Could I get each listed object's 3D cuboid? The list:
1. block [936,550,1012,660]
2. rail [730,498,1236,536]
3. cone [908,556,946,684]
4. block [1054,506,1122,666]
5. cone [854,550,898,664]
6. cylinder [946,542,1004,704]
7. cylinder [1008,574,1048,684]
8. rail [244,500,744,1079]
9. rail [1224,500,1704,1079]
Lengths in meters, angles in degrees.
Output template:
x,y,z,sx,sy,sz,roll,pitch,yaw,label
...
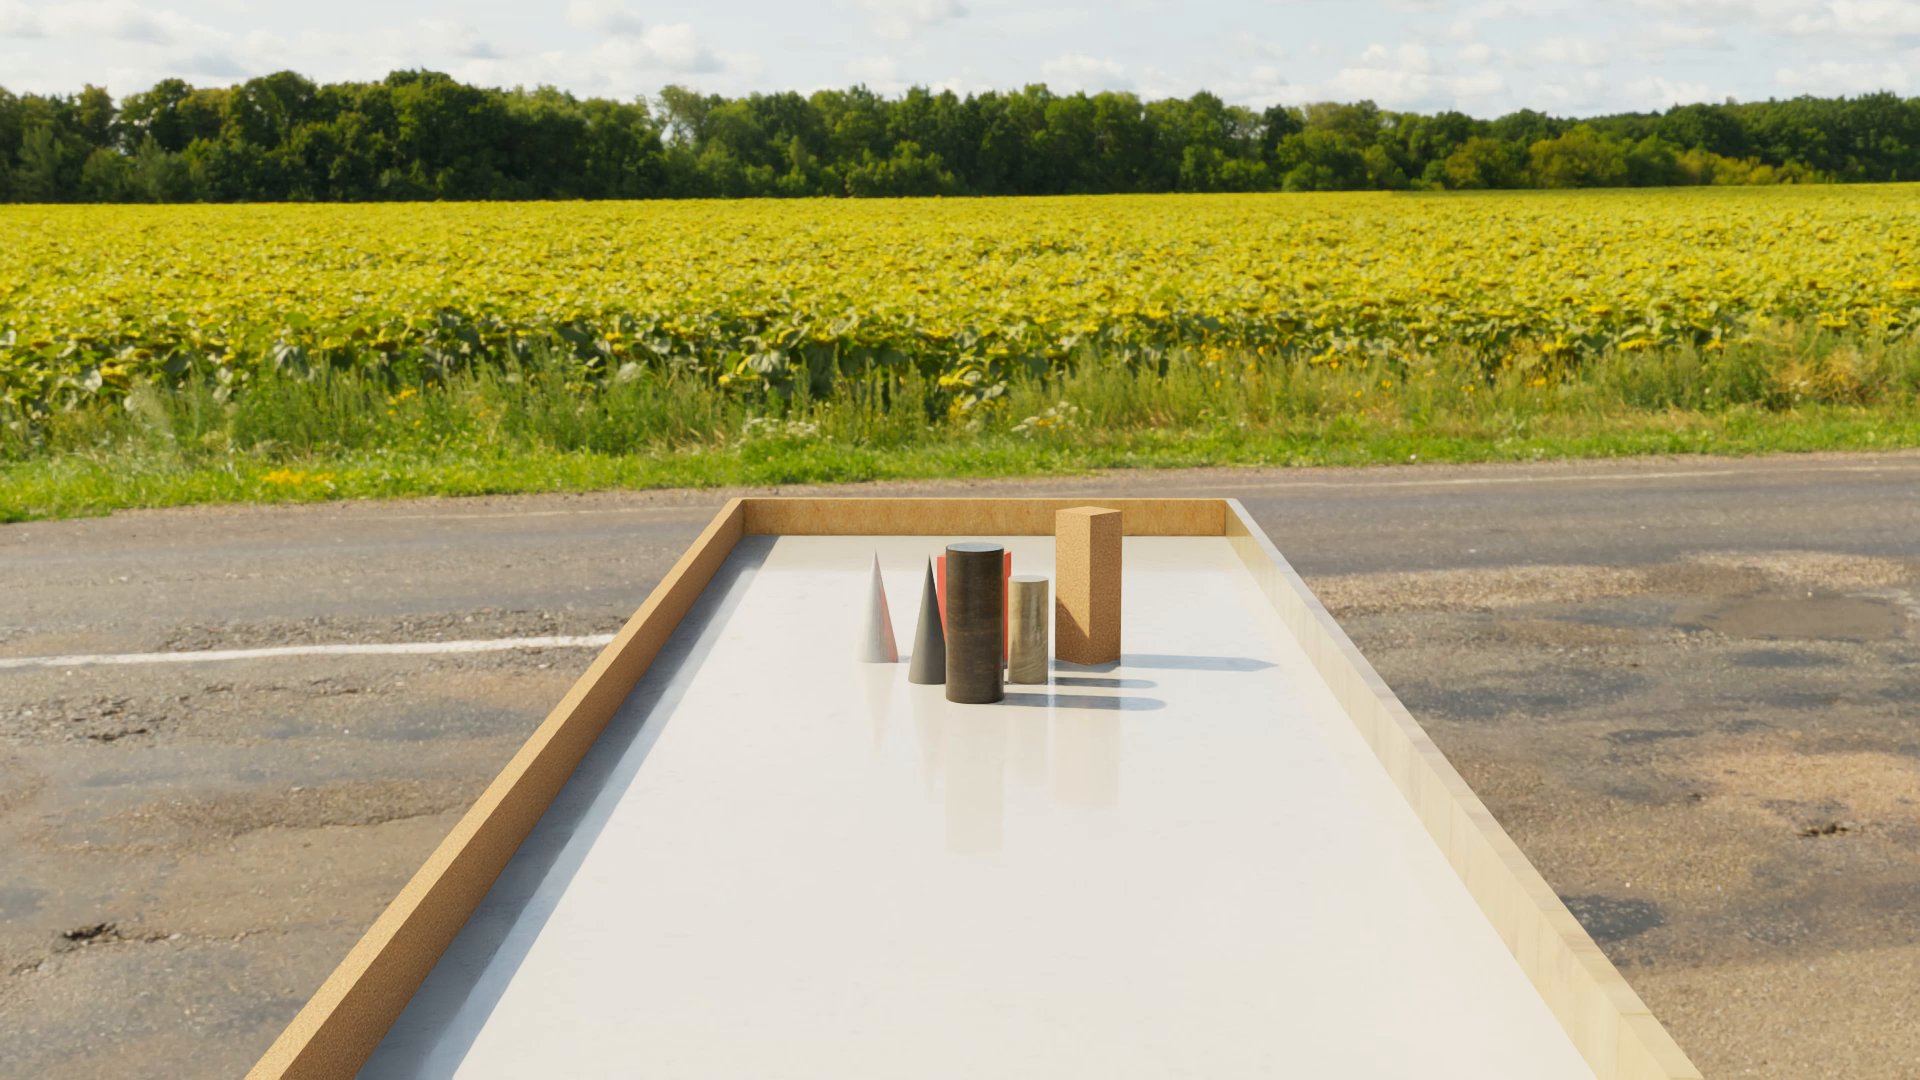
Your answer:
x,y,z,sx,sy,sz,roll,pitch,yaw,label
0.043,0.205,6.662,0.174,0.330,0.174,4,10,21,block
0.099,-0.098,9.147,2.100,0.150,0.050,0,9,1,rail
-0.088,0.224,6.397,0.129,0.375,0.129,0,9,0,cone
0.390,0.137,6.680,0.142,0.458,0.142,-8,12,-43,block
-0.257,0.192,6.698,0.142,0.344,0.142,0,9,0,cone
0.041,0.232,6.169,0.165,0.431,0.165,0,9,0,cylinder
0.198,0.260,6.405,0.118,0.301,0.118,0,9,0,cylinder
-1.004,0.839,3.234,0.050,0.150,12.000,0,9,1,rail
1.046,0.843,3.208,0.050,0.150,12.000,0,9,1,rail
